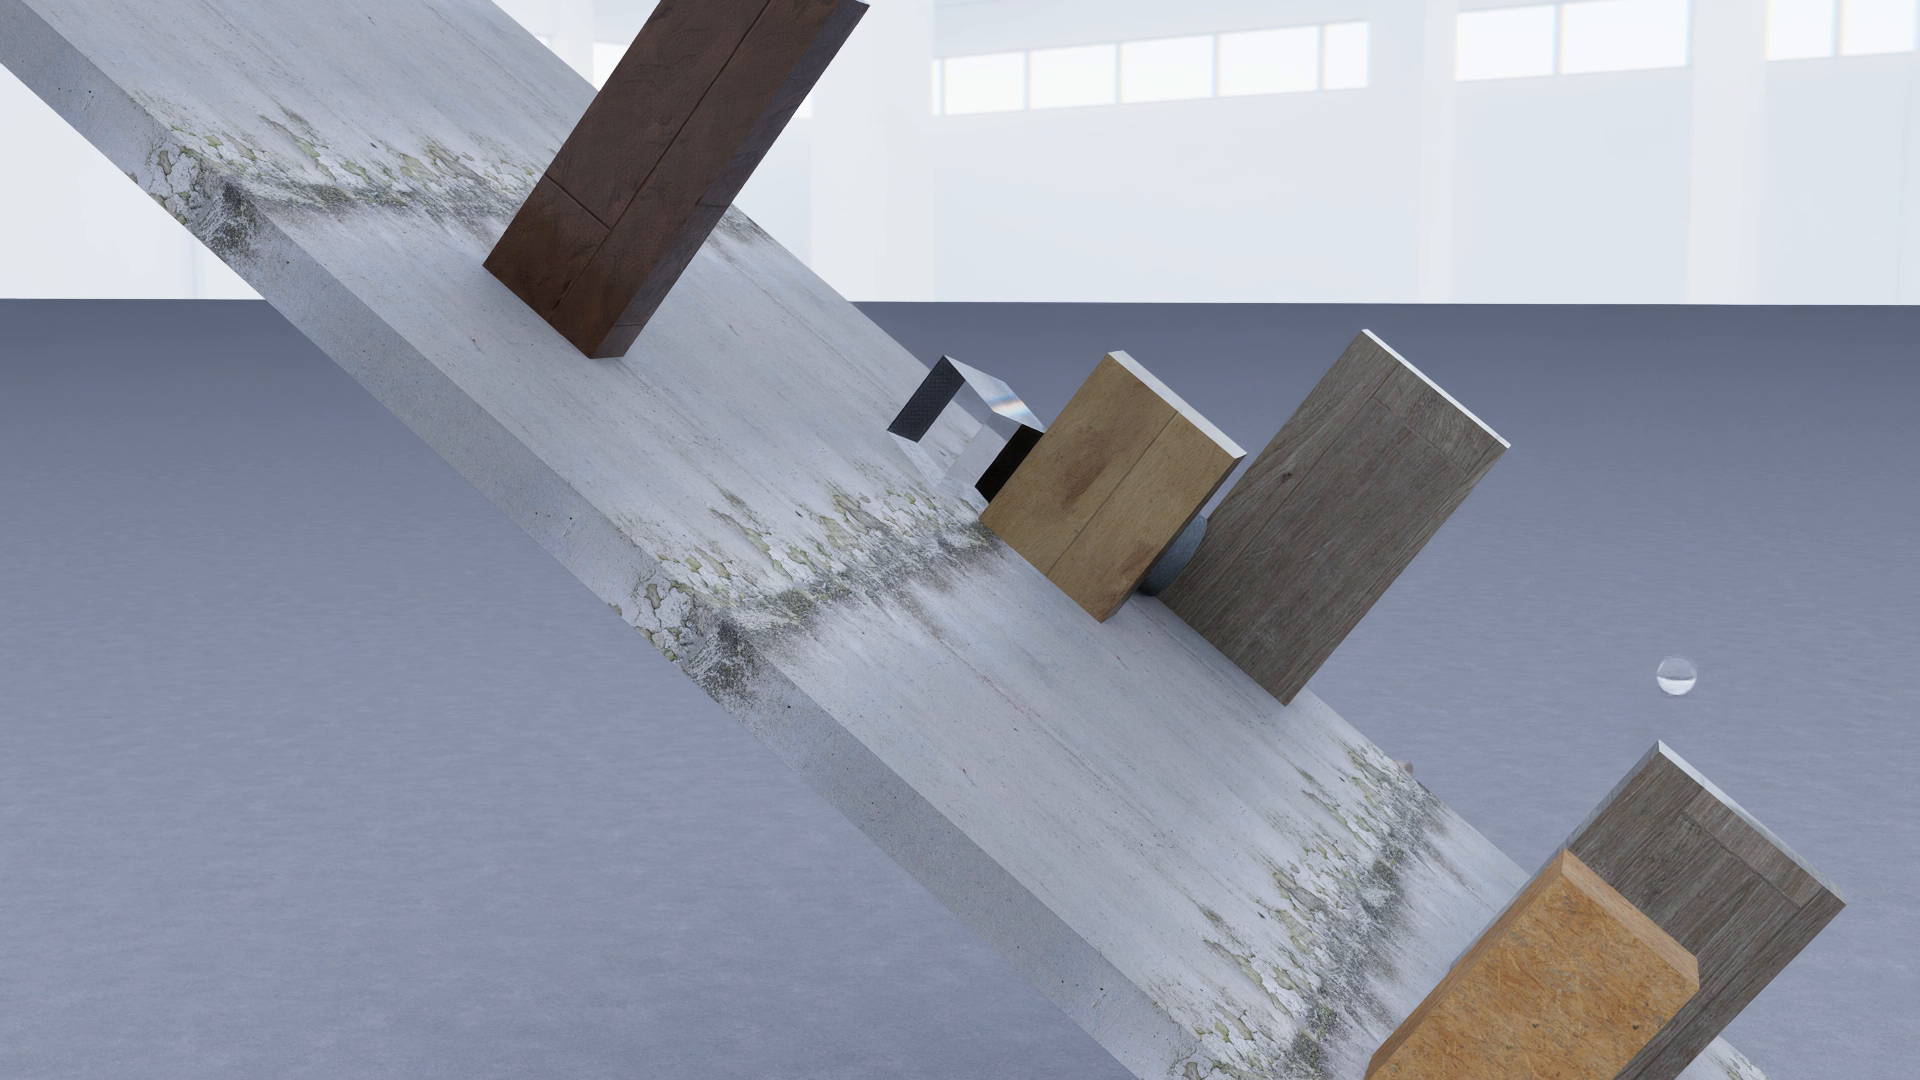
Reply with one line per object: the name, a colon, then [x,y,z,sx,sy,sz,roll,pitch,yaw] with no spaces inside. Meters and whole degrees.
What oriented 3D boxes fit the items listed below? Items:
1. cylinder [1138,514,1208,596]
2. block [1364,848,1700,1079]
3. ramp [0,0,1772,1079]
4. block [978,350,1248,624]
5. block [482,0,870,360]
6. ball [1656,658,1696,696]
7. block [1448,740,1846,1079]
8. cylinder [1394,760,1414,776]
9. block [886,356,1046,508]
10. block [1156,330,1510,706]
cylinder: [0.378,-0.022,4.635,0.203,0.203,0.203,36,2,-8]
block: [0.820,0.699,3.174,0.240,0.436,0.145,41,16,9]
ramp: [-0.024,0.076,4.051,4.000,0.100,2.000,41,16,9]
block: [0.298,-0.105,4.302,0.318,0.417,0.135,41,16,9]
block: [-0.471,-0.661,3.613,0.248,0.727,0.126,41,16,9]
ball: [3.164,0.601,9.707,0.166,0.166,0.166,0,7,0]
block: [1.172,0.680,3.784,0.387,0.547,0.098,41,16,9]
cylinder: [1.422,0.849,7.493,0.203,0.203,0.203,3,8,24]
block: [0.020,-0.212,4.403,0.195,0.195,0.195,20,24,-48]
block: [0.770,-0.044,4.620,0.380,0.710,0.103,41,16,9]
